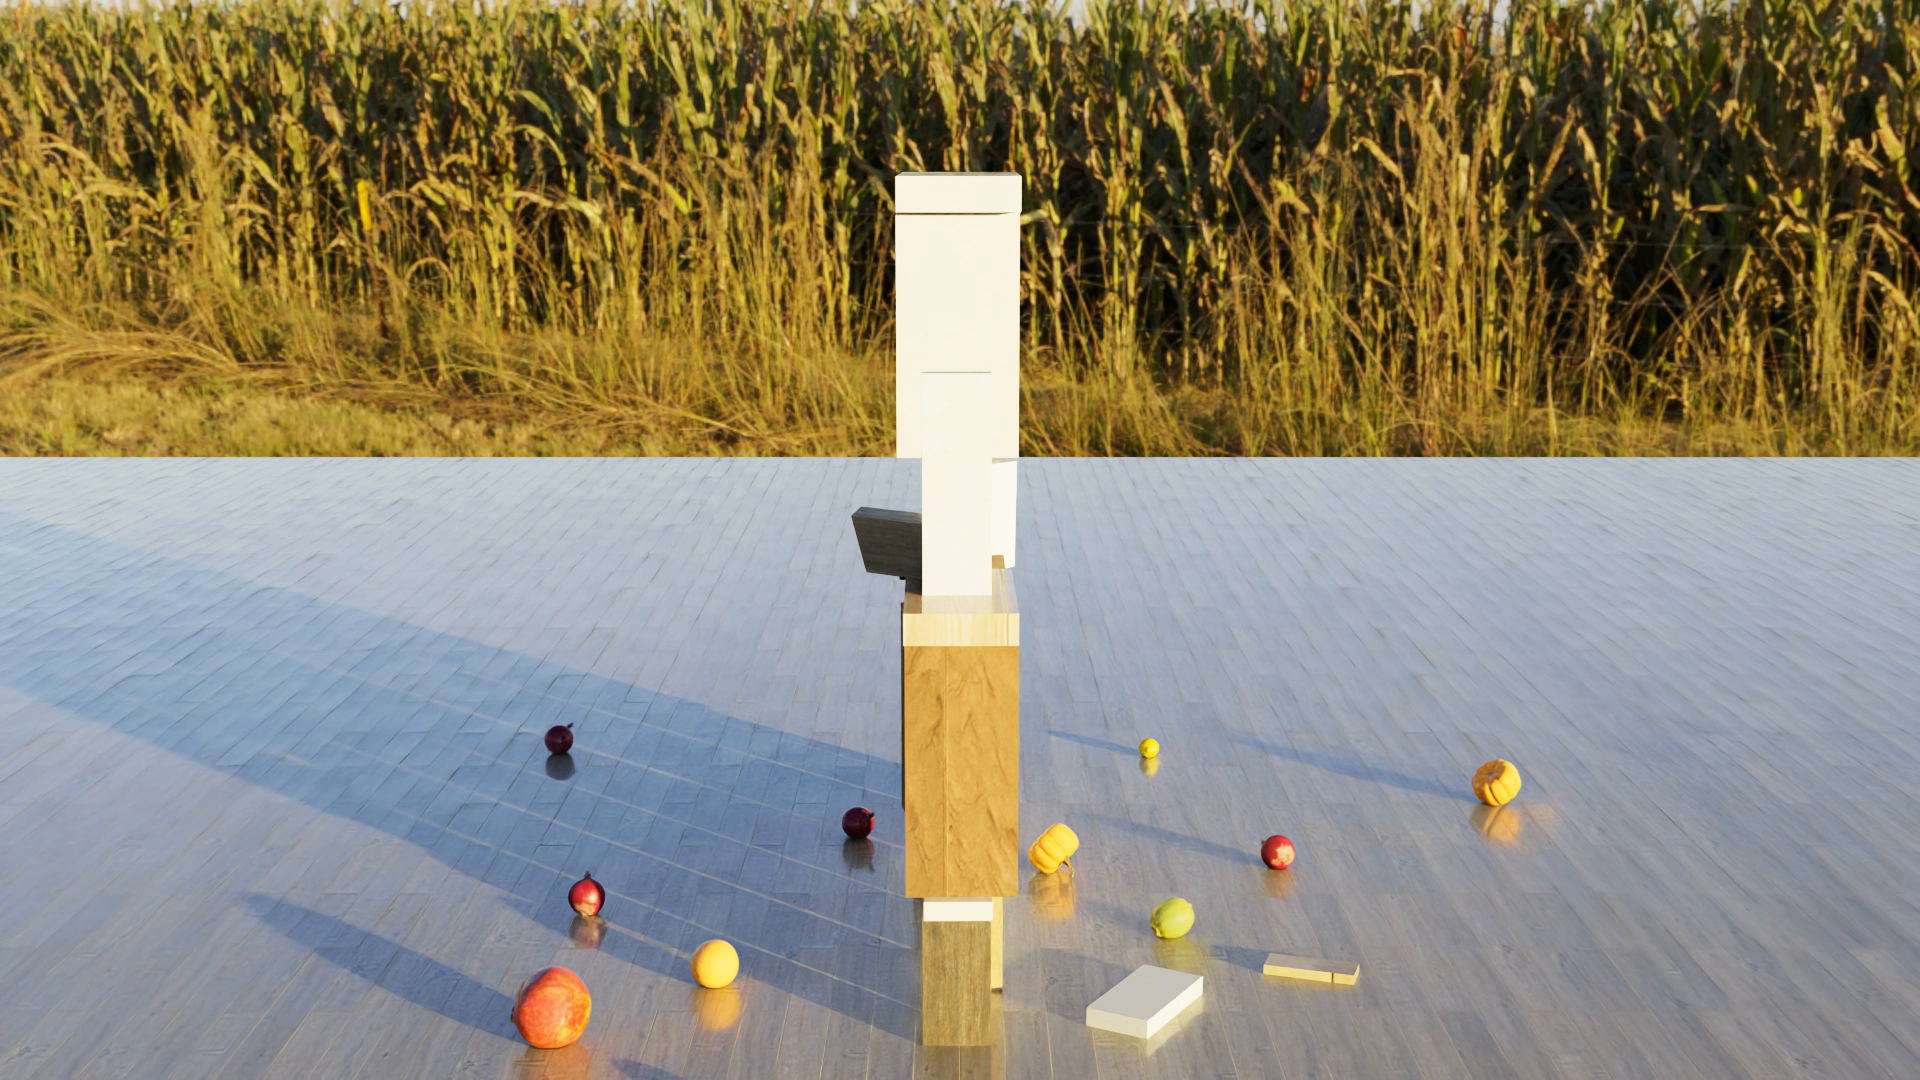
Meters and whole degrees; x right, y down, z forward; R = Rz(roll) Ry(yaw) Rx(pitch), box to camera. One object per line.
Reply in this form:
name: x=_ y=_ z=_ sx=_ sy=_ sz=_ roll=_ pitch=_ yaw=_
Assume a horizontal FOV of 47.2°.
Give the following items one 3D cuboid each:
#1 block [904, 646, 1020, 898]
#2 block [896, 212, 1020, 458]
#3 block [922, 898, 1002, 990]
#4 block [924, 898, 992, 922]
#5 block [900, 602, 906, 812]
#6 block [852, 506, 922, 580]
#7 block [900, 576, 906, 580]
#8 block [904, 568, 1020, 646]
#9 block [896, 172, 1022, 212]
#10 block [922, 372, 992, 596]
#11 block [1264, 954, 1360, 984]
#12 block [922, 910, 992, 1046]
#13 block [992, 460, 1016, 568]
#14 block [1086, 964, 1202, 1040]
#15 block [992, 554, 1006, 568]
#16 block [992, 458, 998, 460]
block: x=0.002 y=0.309 z=3.007 sx=0.154 sy=0.361 sz=0.044 roll=0 pitch=11 yaw=-1
block: x=-0.003 y=-0.300 z=3.208 sx=0.178 sy=0.356 sz=0.050 roll=0 pitch=11 yaw=0
block: x=0.004 y=0.548 z=3.249 sx=0.118 sy=0.236 sz=0.033 roll=0 pitch=10 yaw=0
block: x=-0.003 y=0.490 z=3.097 sx=0.094 sy=0.027 sz=0.189 roll=0 pitch=11 yaw=-1
block: x=-0.007 y=0.244 z=3.216 sx=0.154 sy=0.308 sz=0.044 roll=-2 pitch=11 yaw=-10
block: x=-0.060 y=0.009 z=3.129 sx=0.191 sy=0.095 sz=0.027 roll=7 pitch=35 yaw=34
block: x=-0.041 y=0.035 z=3.245 sx=0.102 sy=0.051 sz=0.014 roll=-3 pitch=51 yaw=3
block: x=0.000 y=0.092 z=3.072 sx=0.154 sy=0.044 sz=0.308 roll=0 pitch=10 yaw=-1
block: x=-0.002 y=-0.521 z=3.285 sx=0.178 sy=0.050 sz=0.356 roll=0 pitch=10 yaw=0
block: x=-0.004 y=-0.077 z=3.019 sx=0.095 sy=0.307 sz=0.027 roll=0 pitch=10 yaw=-1
block: x=0.531 y=0.647 z=3.321 sx=0.136 sy=0.014 sz=0.051 roll=4 pitch=11 yaw=19
block: x=-0.004 y=0.608 z=3.054 sx=0.095 sy=0.189 sz=0.027 roll=0 pitch=11 yaw=0
block: x=0.052 y=-0.041 z=3.712 sx=0.091 sy=0.182 sz=0.026 roll=-9 pitch=15 yaw=-40
block: x=0.269 y=0.667 z=3.183 sx=0.095 sy=0.027 sz=0.191 roll=6 pitch=12 yaw=29
block: x=0.001 y=0.068 z=3.372 sx=0.139 sy=0.039 sz=0.278 roll=0 pitch=11 yaw=-1
block: x=0.010 y=-0.096 z=3.776 sx=0.106 sy=0.268 sz=0.030 roll=-3 pitch=11 yaw=-17
